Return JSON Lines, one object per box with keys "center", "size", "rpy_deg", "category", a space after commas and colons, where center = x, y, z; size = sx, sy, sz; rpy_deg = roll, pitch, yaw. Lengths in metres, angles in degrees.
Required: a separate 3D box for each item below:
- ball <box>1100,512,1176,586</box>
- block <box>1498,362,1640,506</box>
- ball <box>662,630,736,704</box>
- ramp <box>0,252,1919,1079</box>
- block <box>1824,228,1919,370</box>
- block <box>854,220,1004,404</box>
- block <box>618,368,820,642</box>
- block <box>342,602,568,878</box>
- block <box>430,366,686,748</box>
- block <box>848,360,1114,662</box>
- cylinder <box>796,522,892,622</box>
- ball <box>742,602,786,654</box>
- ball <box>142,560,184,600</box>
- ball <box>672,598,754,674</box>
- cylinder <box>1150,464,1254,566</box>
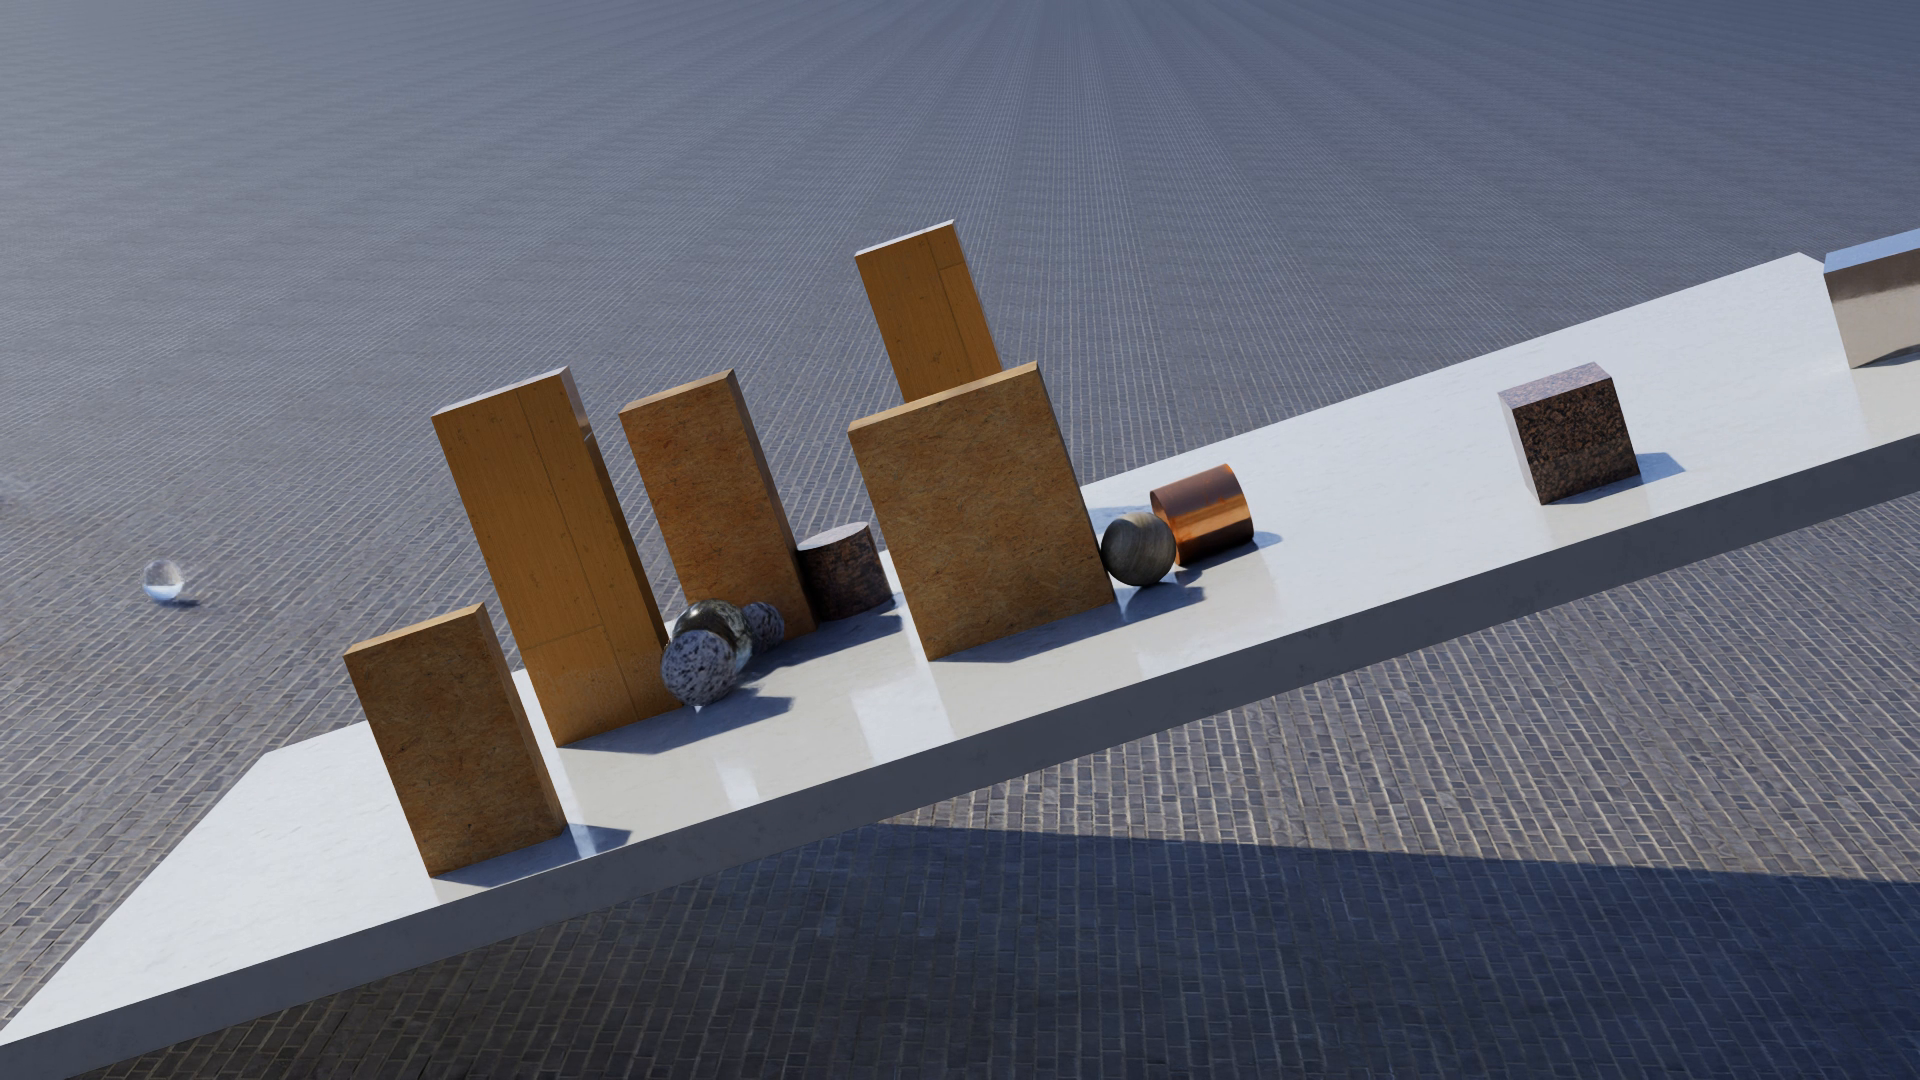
{"center": [0.363, 0.018, 5.986], "size": [0.154, 0.154, 0.154], "rpy_deg": [0, 12, 0], "category": "ball"}
{"center": [1.160, -0.205, 5.613], "size": [0.194, 0.194, 0.194], "rpy_deg": [-18, 11, 6], "category": "block"}
{"center": [-0.558, 0.272, 6.300], "size": [0.160, 0.160, 0.160], "rpy_deg": [0, 12, 0], "category": "ball"}
{"center": [0.107, 0.180, 6.305], "size": [4.000, 0.100, 2.000], "rpy_deg": [-18, 11, 6], "category": "ramp"}
{"center": [1.832, -0.479, 5.800], "size": [0.199, 0.199, 0.199], "rpy_deg": [-15, 12, 22], "category": "block"}
{"center": [-0.012, -0.367, 6.978], "size": [0.242, 0.740, 0.101], "rpy_deg": [-18, 11, 6], "category": "block"}
{"center": [-0.541, -0.053, 6.680], "size": [0.256, 0.610, 0.144], "rpy_deg": [-18, 11, 6], "category": "block"}
{"center": [-0.965, 0.384, 5.635], "size": [0.269, 0.464, 0.087], "rpy_deg": [-18, 11, 6], "category": "block"}
{"center": [-0.860, 0.038, 6.357], "size": [0.294, 0.768, 0.114], "rpy_deg": [-18, 11, 6], "category": "block"}
{"center": [0.045, -0.058, 5.988], "size": [0.401, 0.501, 0.119], "rpy_deg": [-18, 11, 6], "category": "block"}
{"center": [-0.265, 0.072, 6.747], "size": [0.176, 0.176, 0.176], "rpy_deg": [-18, 11, 4], "category": "cylinder"}
{"center": [-0.451, 0.198, 6.597], "size": [0.118, 0.118, 0.118], "rpy_deg": [0, 12, 0], "category": "ball"}
{"center": [-2.584, 0.130, 9.533], "size": [0.134, 0.134, 0.134], "rpy_deg": [0, 12, 0], "category": "ball"}
{"center": [-0.544, 0.220, 6.480], "size": [0.181, 0.181, 0.181], "rpy_deg": [0, 12, 0], "category": "ball"}
{"center": [0.499, -0.053, 6.080], "size": [0.165, 0.165, 0.165], "rpy_deg": [-20, 14, -5], "category": "cylinder"}
